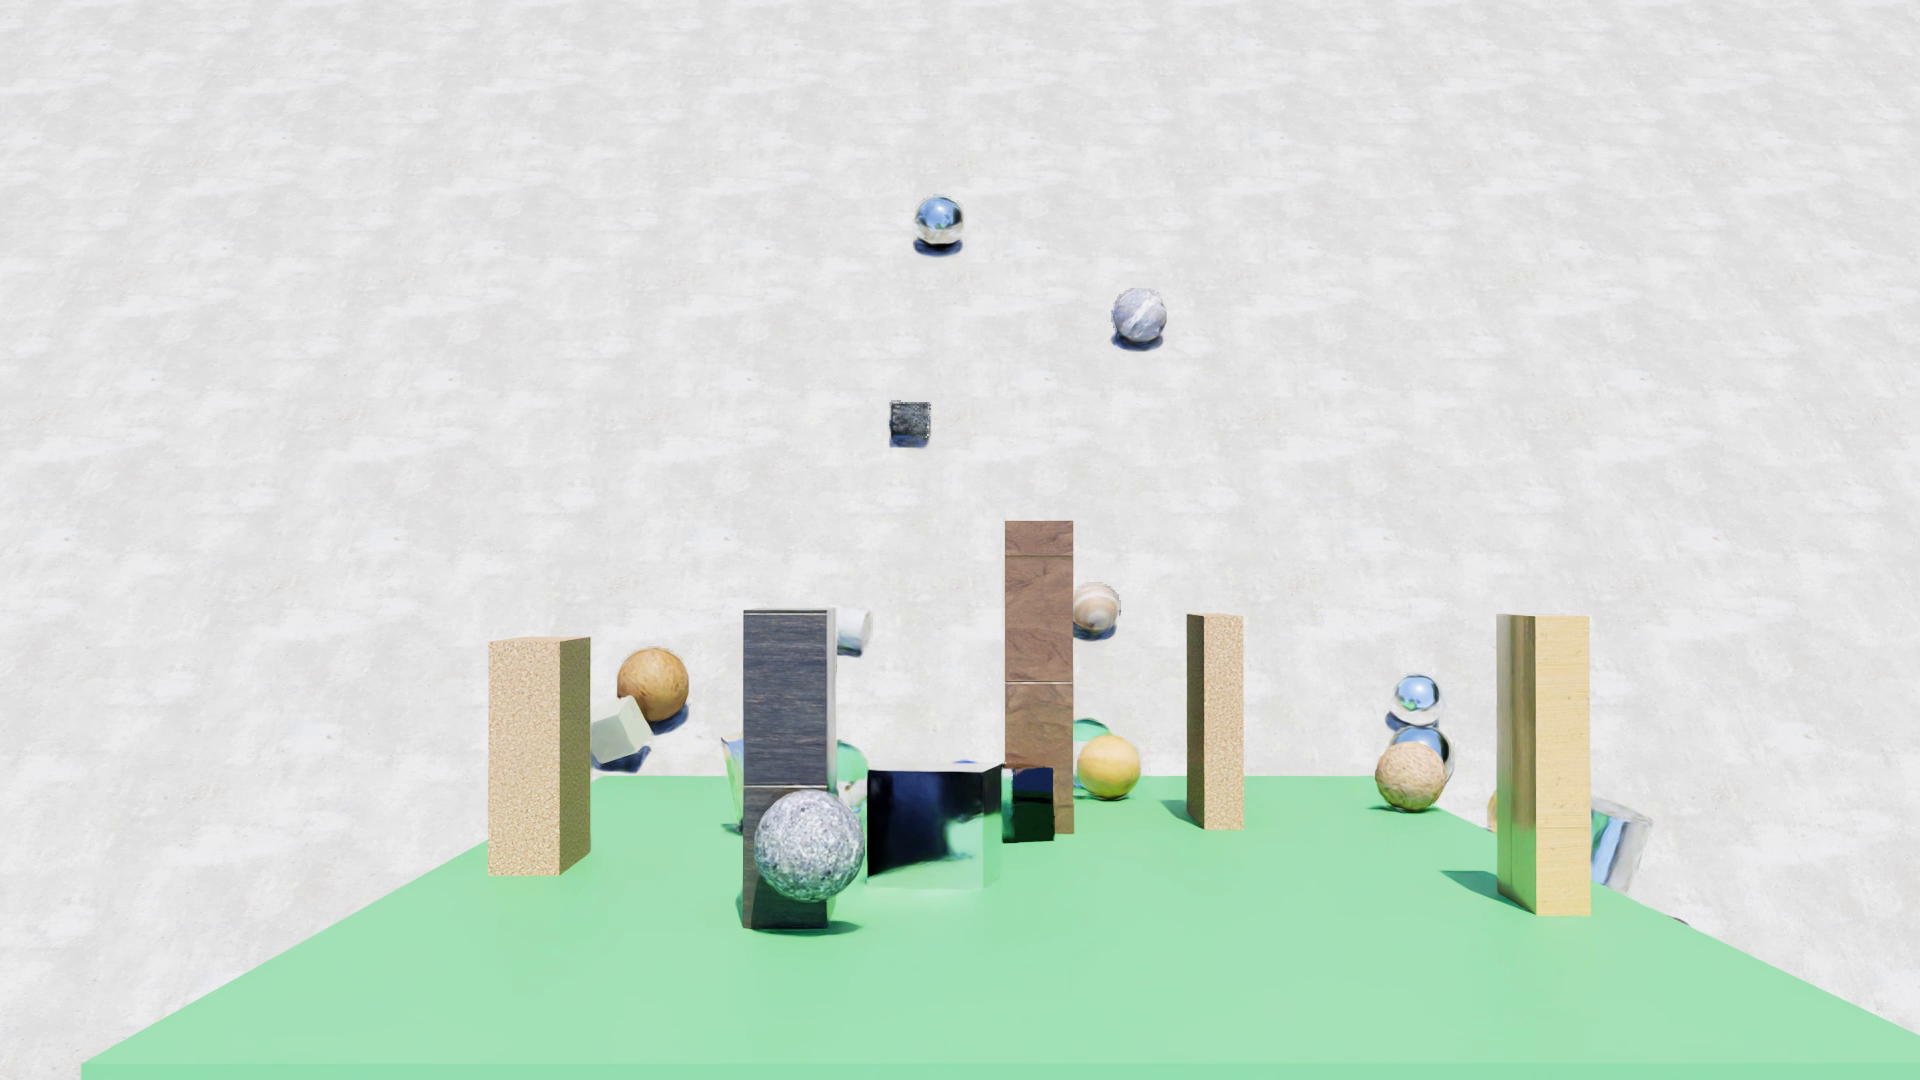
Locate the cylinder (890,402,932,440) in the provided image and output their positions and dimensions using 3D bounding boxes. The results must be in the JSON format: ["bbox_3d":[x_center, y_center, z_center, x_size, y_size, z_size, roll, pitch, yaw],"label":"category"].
[{"bbox_3d":[-0.159,-0.382,8.333,0.117,0.117,0.117,3,32,7],"label":"cylinder"}]

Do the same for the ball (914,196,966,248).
[{"bbox_3d":[-0.075,-1.165,9.510,0.191,0.191,0.191,0,32,0],"label":"ball"}]

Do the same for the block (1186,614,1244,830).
[{"bbox_3d":[0.538,0.376,5.486,0.080,0.435,0.415,0,-1,0],"label":"block"}]

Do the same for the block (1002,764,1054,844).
[{"bbox_3d":[0.089,0.516,5.092,0.143,0.143,0.143,0,-1,-24],"label":"block"}]

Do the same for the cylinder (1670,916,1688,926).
[{"bbox_3d":[1.670,0.991,6.122,0.144,0.144,0.144,-16,32,10],"label":"cylinder"}]

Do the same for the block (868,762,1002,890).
[{"bbox_3d":[-0.041,0.480,4.371,0.194,0.194,0.194,0,-1,10],"label":"block"}]

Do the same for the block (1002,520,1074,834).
[{"bbox_3d":[0.158,0.278,5.377,0.138,0.628,0.373,0,-1,0],"label":"block"}]

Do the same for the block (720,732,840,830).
[{"bbox_3d":[-0.361,0.475,5.223,0.194,0.194,0.194,-12,1,-10],"label":"block"}]

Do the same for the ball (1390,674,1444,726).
[{"bbox_3d":[1.240,0.436,7.031,0.147,0.147,0.147,0,32,0],"label":"ball"}]

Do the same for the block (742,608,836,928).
[{"bbox_3d":[-0.256,0.337,3.935,0.123,0.466,0.287,0,-1,0],"label":"block"}]

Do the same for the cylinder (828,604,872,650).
[{"bbox_3d":[-0.321,0.248,7.354,0.114,0.114,0.114,8,33,12],"label":"cylinder"}]

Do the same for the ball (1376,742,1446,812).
[{"bbox_3d":[0.992,0.520,5.706,0.154,0.154,0.154,0,32,0],"label":"ball"}]

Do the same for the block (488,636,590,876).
[{"bbox_3d":[-0.752,0.380,4.660,0.123,0.403,0.377,0,-1,0],"label":"block"}]

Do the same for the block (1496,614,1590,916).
[{"bbox_3d":[0.916,0.345,4.082,0.082,0.454,0.288,0,-1,0],"label":"block"}]

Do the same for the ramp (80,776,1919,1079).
[{"bbox_3d":[0.072,0.632,4.733,2.000,0.100,4.000,0,-1,0],"label":"ramp"}]

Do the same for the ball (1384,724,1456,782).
[{"bbox_3d":[1.097,0.523,6.185,0.169,0.169,0.169,0,32,0],"label":"ball"}]

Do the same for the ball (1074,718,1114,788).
[{"bbox_3d":[0.306,0.521,6.366,0.171,0.171,0.171,0,32,0],"label":"ball"}]

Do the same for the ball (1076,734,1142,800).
[{"bbox_3d":[0.346,0.526,6.015,0.151,0.151,0.151,0,32,0],"label":"ball"}]

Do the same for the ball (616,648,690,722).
[{"bbox_3d":[-0.835,0.394,7.047,0.200,0.200,0.200,0,32,0],"label":"ball"}]

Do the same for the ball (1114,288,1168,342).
[{"bbox_3d":[0.618,-0.769,8.893,0.185,0.185,0.185,0,32,0],"label":"ball"}]

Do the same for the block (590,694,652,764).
[{"bbox_3d":[-0.915,0.505,6.895,0.119,0.119,0.119,-19,17,21],"label":"block"}]

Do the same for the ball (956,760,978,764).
[{"bbox_3d":[0.011,0.541,5.718,0.113,0.113,0.113,0,32,0],"label":"ball"}]

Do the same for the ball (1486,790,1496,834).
[{"bbox_3d":[1.427,0.698,6.588,0.179,0.179,0.179,0,32,0],"label":"ball"}]

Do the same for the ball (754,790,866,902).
[{"bbox_3d":[-0.215,0.437,3.710,0.160,0.160,0.160,0,32,0],"label":"ball"}]

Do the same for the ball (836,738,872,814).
[{"bbox_3d":[-0.270,0.505,5.439,0.177,0.177,0.177,0,32,0],"label":"ball"}]

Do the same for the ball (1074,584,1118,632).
[{"bbox_3d":[0.384,0.195,7.416,0.141,0.141,0.141,0,32,0],"label":"ball"}]

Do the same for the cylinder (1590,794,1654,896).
[{"bbox_3d":[1.194,0.581,4.867,0.167,0.167,0.167,16,8,-2],"label":"cylinder"}]
